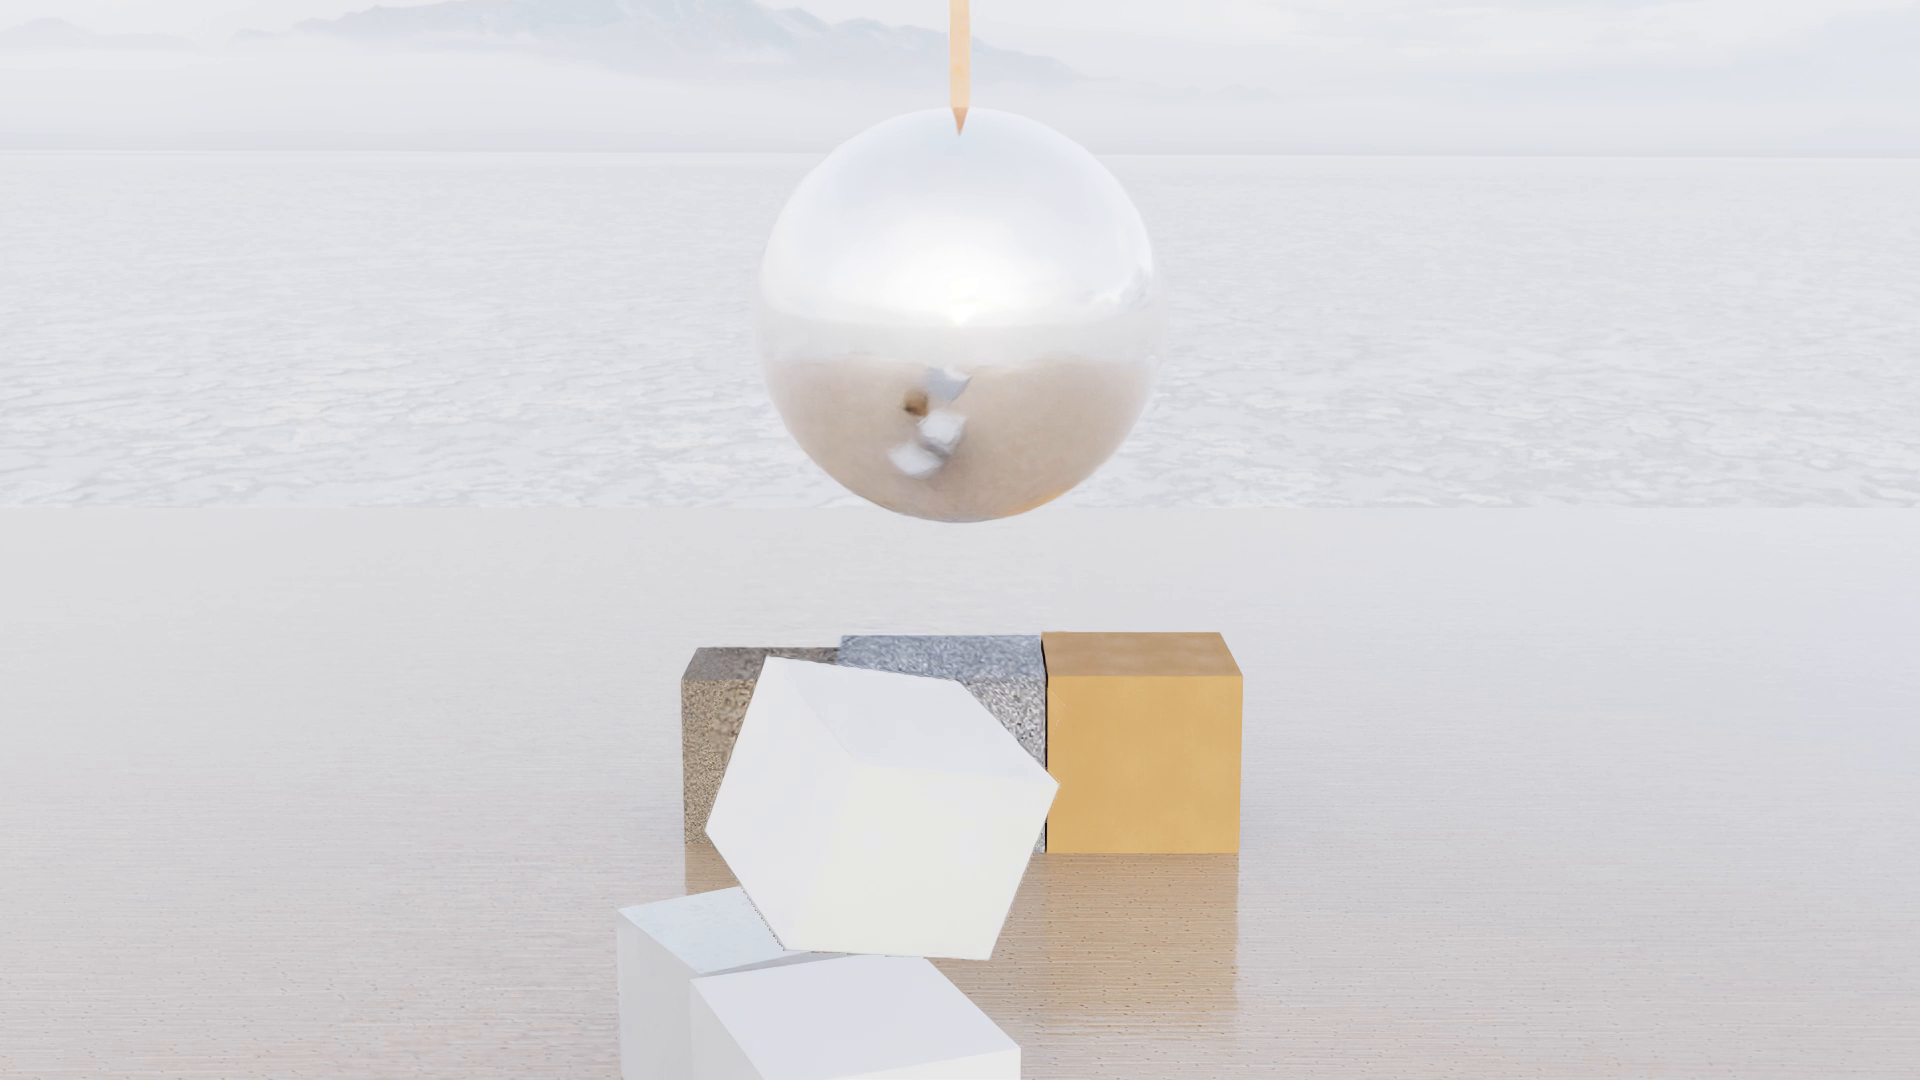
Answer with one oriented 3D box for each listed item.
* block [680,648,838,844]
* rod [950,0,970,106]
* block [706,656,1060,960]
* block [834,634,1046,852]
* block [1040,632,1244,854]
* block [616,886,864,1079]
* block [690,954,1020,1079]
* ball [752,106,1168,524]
[{"bbox_3d":[-1.015,1.053,11.390,0.754,0.853,0.714,0,10,0],"label":"block"},{"bbox_3d":[0.000,-4.160,9.330,0.080,5.200,0.080,0,-14,0],"label":"rod"},{"bbox_3d":[-0.235,0.766,6.286,0.666,0.577,0.620,10,19,-33],"label":"block"},{"bbox_3d":[-0.103,1.032,11.369,1.052,0.901,0.940,0,10,0],"label":"block"},{"bbox_3d":[0.913,1.028,11.372,0.959,0.909,0.981,0,10,0],"label":"block"},{"bbox_3d":[-0.789,1.736,8.160,0.711,0.664,0.759,-6,12,-30],"label":"block"},{"bbox_3d":[-0.352,1.880,7.016,0.788,0.790,0.912,-4,11,-21],"label":"block"},{"bbox_3d":[0.000,-0.863,8.499,1.600,1.600,1.600,0,10,0],"label":"ball"}]
